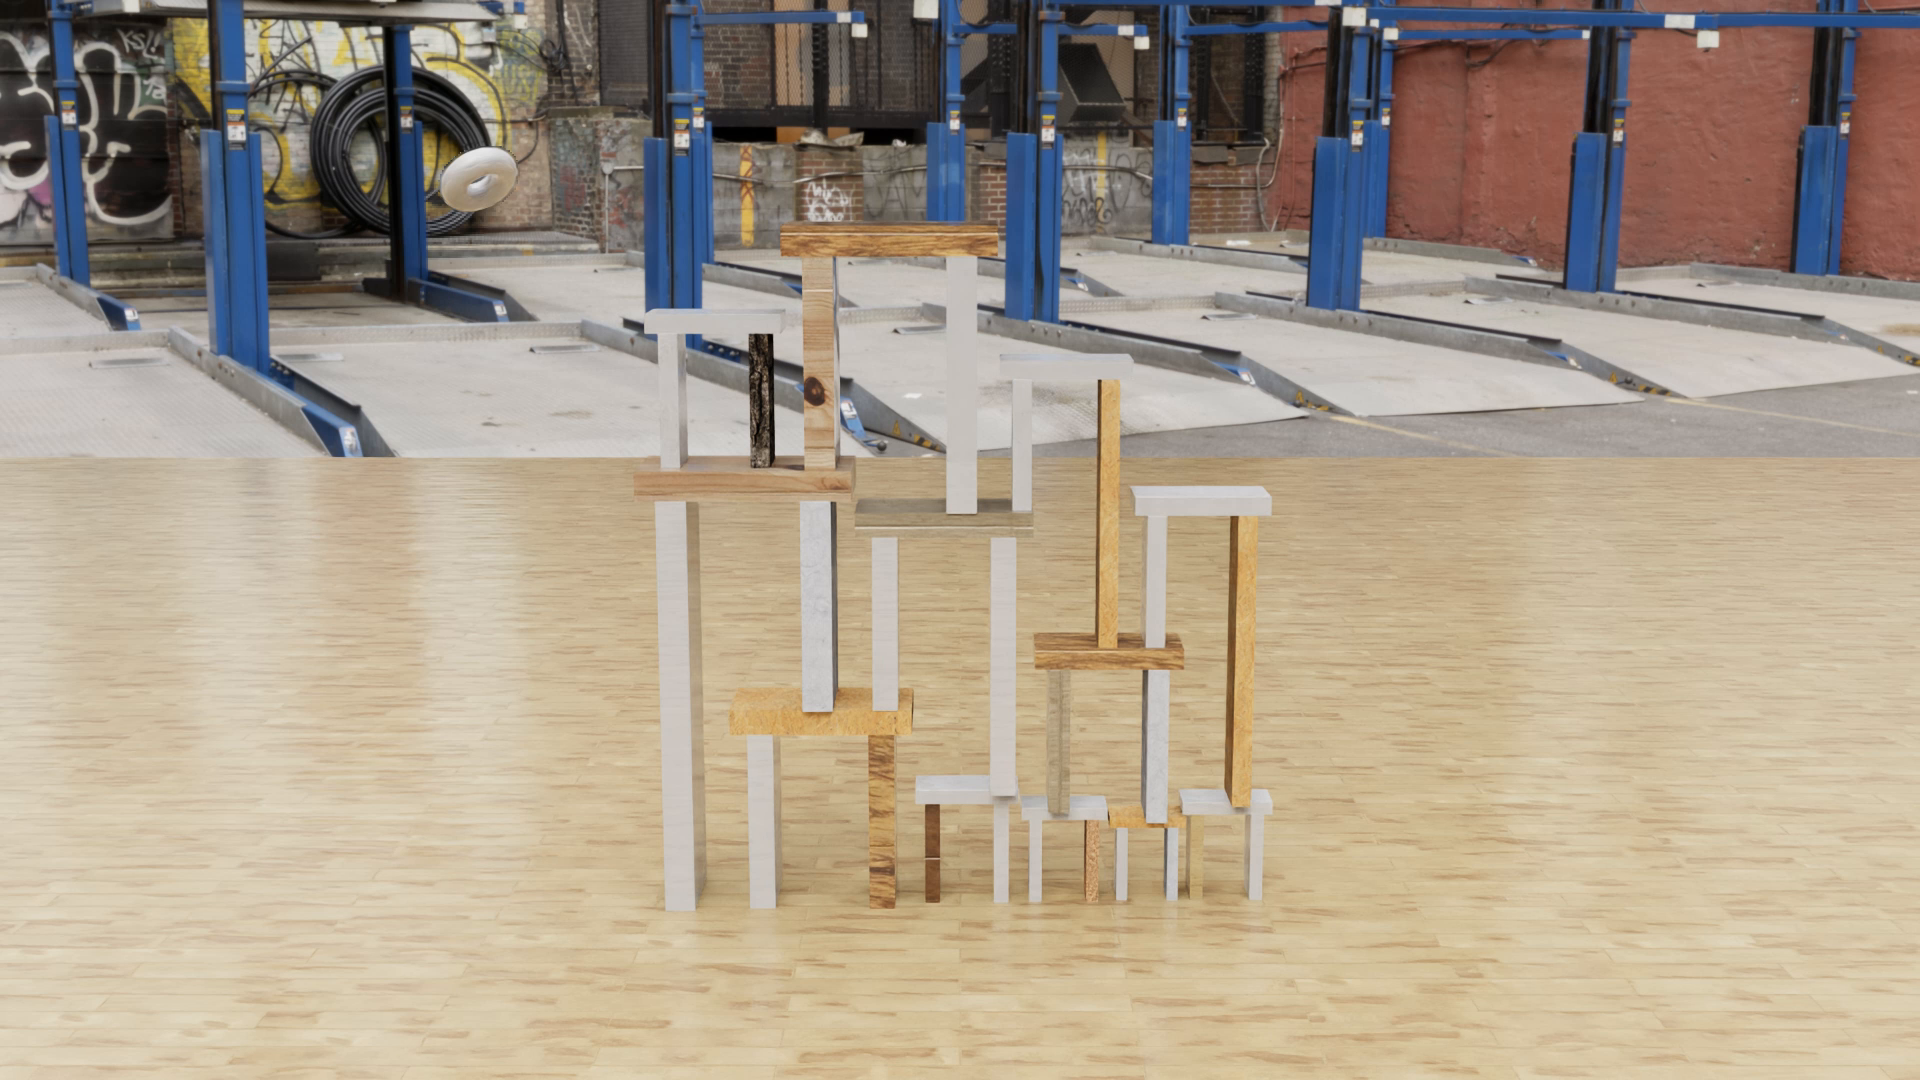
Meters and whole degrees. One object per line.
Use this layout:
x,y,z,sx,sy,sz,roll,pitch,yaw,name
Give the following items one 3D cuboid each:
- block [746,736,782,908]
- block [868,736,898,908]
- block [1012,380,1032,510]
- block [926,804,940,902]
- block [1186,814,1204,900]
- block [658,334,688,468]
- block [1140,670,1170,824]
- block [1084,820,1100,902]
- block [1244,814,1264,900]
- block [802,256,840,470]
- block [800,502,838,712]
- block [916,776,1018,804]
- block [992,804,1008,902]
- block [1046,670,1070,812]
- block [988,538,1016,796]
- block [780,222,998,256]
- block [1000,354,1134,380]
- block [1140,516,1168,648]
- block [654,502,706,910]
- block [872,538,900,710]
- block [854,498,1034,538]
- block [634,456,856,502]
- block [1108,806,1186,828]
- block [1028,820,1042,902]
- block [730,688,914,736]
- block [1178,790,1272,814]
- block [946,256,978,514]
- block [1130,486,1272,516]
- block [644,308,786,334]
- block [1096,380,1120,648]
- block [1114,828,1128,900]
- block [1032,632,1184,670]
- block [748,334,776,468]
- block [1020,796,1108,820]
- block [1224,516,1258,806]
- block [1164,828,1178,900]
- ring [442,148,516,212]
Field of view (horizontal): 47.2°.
-0.323,0.445,3.644,0.042,0.293,0.147,0,11,0,block
-0.127,0.445,3.644,0.042,0.293,0.147,0,11,0,block
0.098,-0.159,3.525,0.030,0.210,0.105,0,11,0,block
-0.045,0.507,3.652,0.024,0.169,0.085,0,11,0,block
0.390,0.517,3.660,0.021,0.148,0.074,0,11,0,block
-0.459,-0.228,3.519,0.030,0.213,0.107,0,11,0,block
0.320,0.324,3.616,0.034,0.257,0.120,0,11,0,block
0.218,0.522,3.653,0.020,0.140,0.070,0,11,0,block
0.489,0.517,3.660,0.021,0.148,0.074,0,11,0,block
-0.220,-0.288,3.509,0.047,0.335,0.167,0,11,0,block
-0.228,0.092,3.579,0.048,0.342,0.171,0,10,0,block
0.011,0.412,3.633,0.169,0.024,0.085,0,11,-1,block
0.068,0.507,3.652,0.024,0.169,0.085,0,11,0,block
0.161,0.315,3.616,0.034,0.239,0.120,0,11,0,block
0.069,0.192,3.590,0.040,0.424,0.141,0,11,0,block
-0.109,-0.476,3.474,0.335,0.047,0.167,0,11,0,block
0.168,-0.277,3.504,0.210,0.030,0.105,0,11,0,block
0.314,0.058,3.566,0.031,0.216,0.108,0,11,0,block
-0.456,0.257,3.610,0.048,0.677,0.171,0,11,0,block
-0.120,0.123,3.577,0.040,0.283,0.141,0,10,0,block
-0.025,-0.036,3.547,0.283,0.040,0.141,0,11,0,block
-0.342,-0.100,3.543,0.342,0.048,0.171,0,11,0,block
0.309,0.459,3.642,0.125,0.018,0.063,0,11,0,block
0.124,0.522,3.653,0.020,0.140,0.070,0,11,0,block
-0.225,0.281,3.613,0.293,0.042,0.147,0,11,0,block
0.439,0.434,3.645,0.148,0.021,0.074,0,11,0,block
0.003,-0.255,3.515,0.047,0.403,0.167,0,11,0,block
0.386,-0.063,3.544,0.216,0.031,0.108,0,11,0,block
-0.388,-0.348,3.496,0.213,0.030,0.107,0,11,0,block
0.238,-0.049,3.546,0.030,0.434,0.105,0,11,0,block
0.267,0.529,3.656,0.018,0.125,0.063,0,11,0,block
0.241,0.181,3.590,0.239,0.034,0.120,0,11,0,block
-0.317,-0.228,3.519,0.030,0.213,0.107,0,11,0,block
0.171,0.443,3.638,0.140,0.020,0.070,0,11,0,block
0.458,0.188,3.591,0.031,0.481,0.108,0,11,0,block
0.351,0.529,3.656,0.018,0.125,0.063,0,11,0,block
-1.221,-0.914,5.581,0.204,0.068,0.204,-28,-20,-11,ring
